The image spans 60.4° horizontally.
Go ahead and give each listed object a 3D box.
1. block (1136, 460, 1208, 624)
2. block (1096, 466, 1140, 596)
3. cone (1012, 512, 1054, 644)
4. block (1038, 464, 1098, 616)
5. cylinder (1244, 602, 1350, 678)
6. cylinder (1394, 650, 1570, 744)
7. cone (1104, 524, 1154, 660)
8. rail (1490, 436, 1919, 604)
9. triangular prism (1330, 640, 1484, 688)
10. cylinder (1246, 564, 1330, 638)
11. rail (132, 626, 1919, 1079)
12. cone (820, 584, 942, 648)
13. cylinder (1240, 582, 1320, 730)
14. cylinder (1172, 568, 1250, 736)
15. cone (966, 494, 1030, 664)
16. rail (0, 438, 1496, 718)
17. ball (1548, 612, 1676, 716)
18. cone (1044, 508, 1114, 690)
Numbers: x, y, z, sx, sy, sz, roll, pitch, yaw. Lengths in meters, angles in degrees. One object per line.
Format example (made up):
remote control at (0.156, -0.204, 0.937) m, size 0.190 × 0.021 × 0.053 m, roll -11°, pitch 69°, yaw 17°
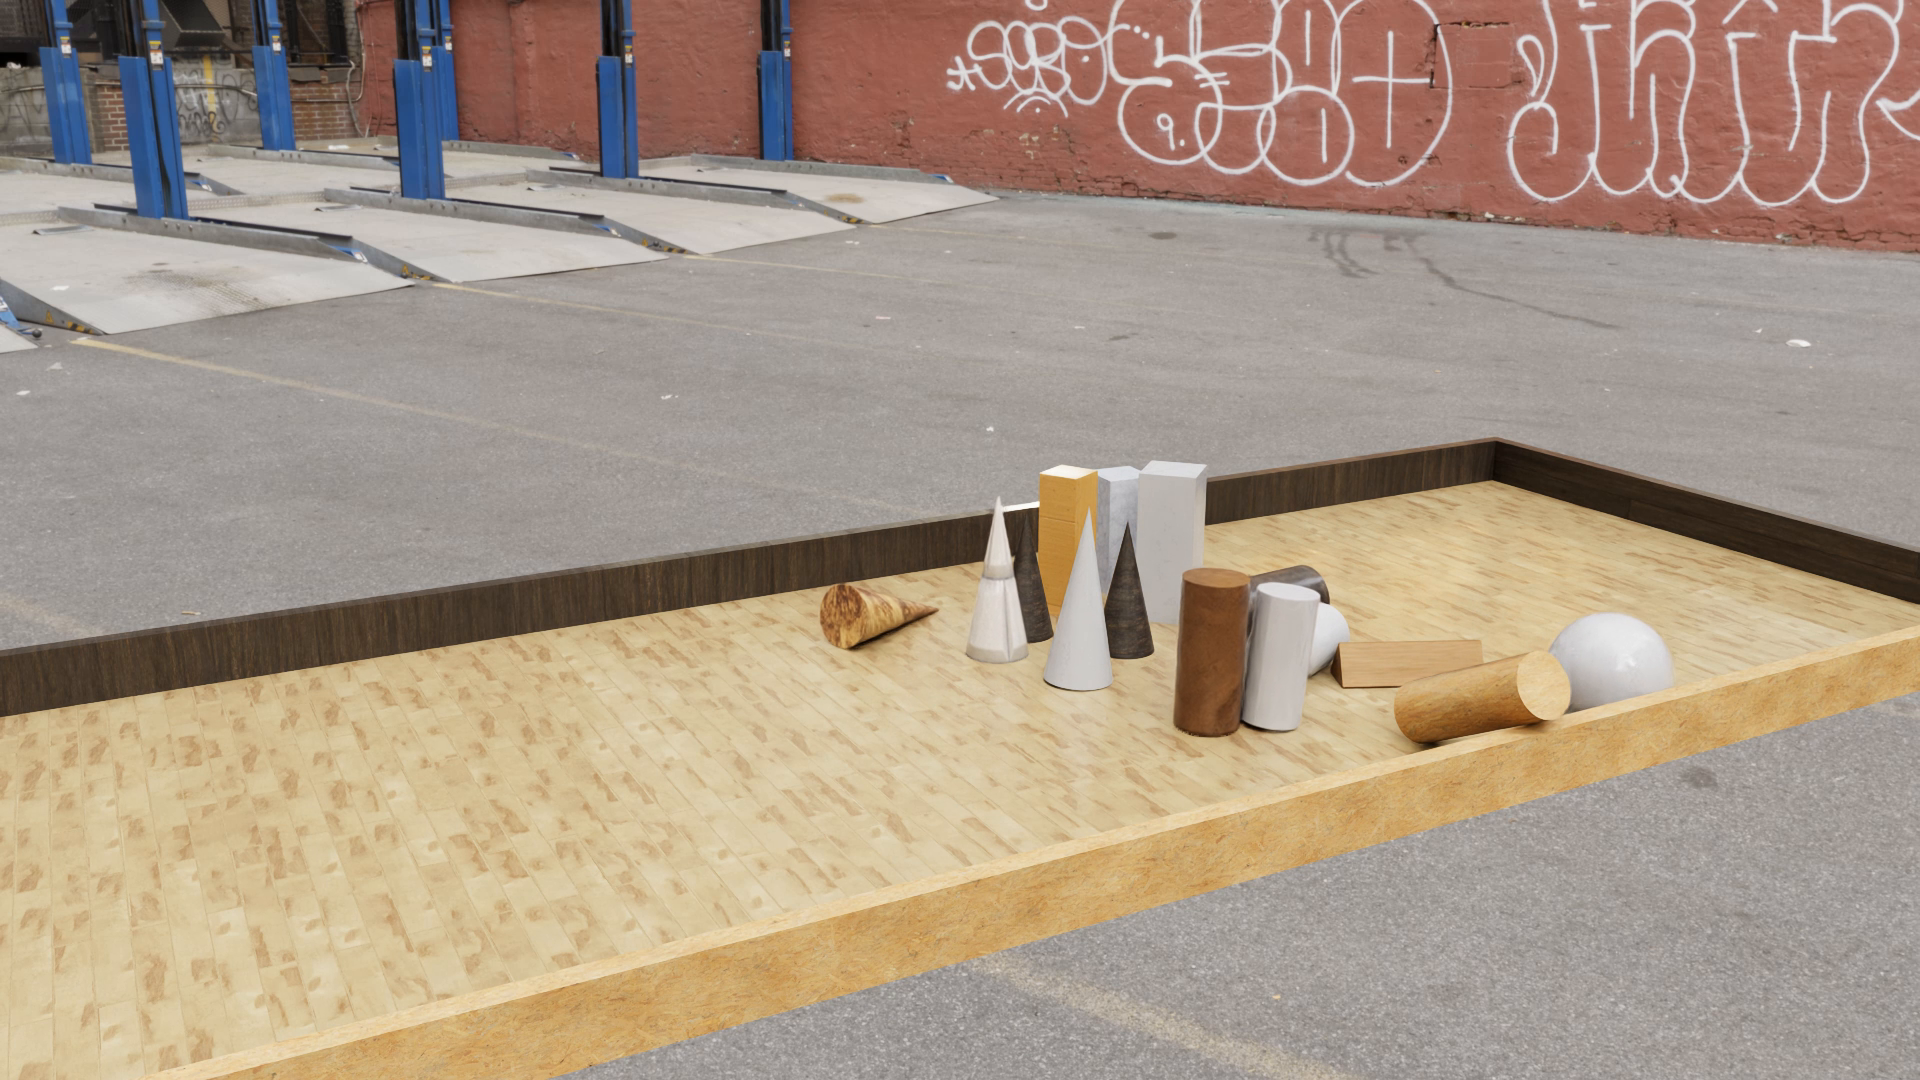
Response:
block at (0.585, 0.007, 4.583) m, size 0.157 × 0.421 × 0.157 m, roll 6°, pitch 17°, yaw 19°
block at (0.466, -0.029, 4.845) m, size 0.141 × 0.343 × 0.141 m, roll -7°, pitch 18°, yaw -23°
cone at (0.177, 0.087, 4.439) m, size 0.157 × 0.349 × 0.157 m, roll 0°, pitch 16°, yaw 0°
block at (0.301, 0.005, 4.624) m, size 0.118 × 0.403 × 0.118 m, roll 11°, pitch 20°, yaw 33°
cylinder at (0.832, 0.275, 4.135) m, size 0.160 × 0.160 × 0.330 m, roll 12°, pitch 20°, yaw 36°
cylinder at (1.136, 0.349, 3.612) m, size 0.146 × 0.146 × 0.391 m, roll -9°, pitch -10°, yaw -27°
cone at (0.435, 0.118, 4.323) m, size 0.162 × 0.355 × 0.162 m, roll 0°, pitch 16°, yaw 0°
rail at (2.466, -0.048, 5.253) m, size 0.050 × 0.150 × 2.100 m, roll -9°, pitch 18°, yaw -27°
triangular prism at (1.127, 0.301, 4.145) m, size 0.361 × 0.099 × 0.114 m, roll -1°, pitch 17°, yaw -3°
cylinder at (0.806, 0.182, 4.423) m, size 0.341 × 0.177 × 0.177 m, roll -11°, pitch 19°, yaw -32°
rail at (-2.336, 1.006, 1.665) m, size 12.000 × 0.150 × 0.050 m, roll -9°, pitch 18°, yaw -27°
cone at (-0.181, 0.200, 4.527) m, size 0.171 × 0.171 × 0.409 m, roll 13°, pitch 9°, yaw 38°
cylinder at (0.745, 0.271, 3.853) m, size 0.145 × 0.314 × 0.145 m, roll 6°, pitch 14°, yaw -1°
cylinder at (0.583, 0.259, 3.830) m, size 0.156 × 0.359 × 0.156 m, roll 1°, pitch 15°, yaw 0°
cone at (0.098, 0.086, 4.282) m, size 0.169 × 0.439 × 0.169 m, roll 0°, pitch 17°, yaw 0°
rail at (-3.305, 0.497, 3.399) m, size 12.000 × 0.150 × 0.050 m, roll -9°, pitch 18°, yaw -27°
ball at (1.496, 0.309, 3.802) m, size 0.283 × 0.283 × 0.283 m, roll 0°, pitch 16°, yaw 0°
cone at (0.307, 0.131, 4.099) m, size 0.178 × 0.448 × 0.178 m, roll 2°, pitch 16°, yaw -1°
